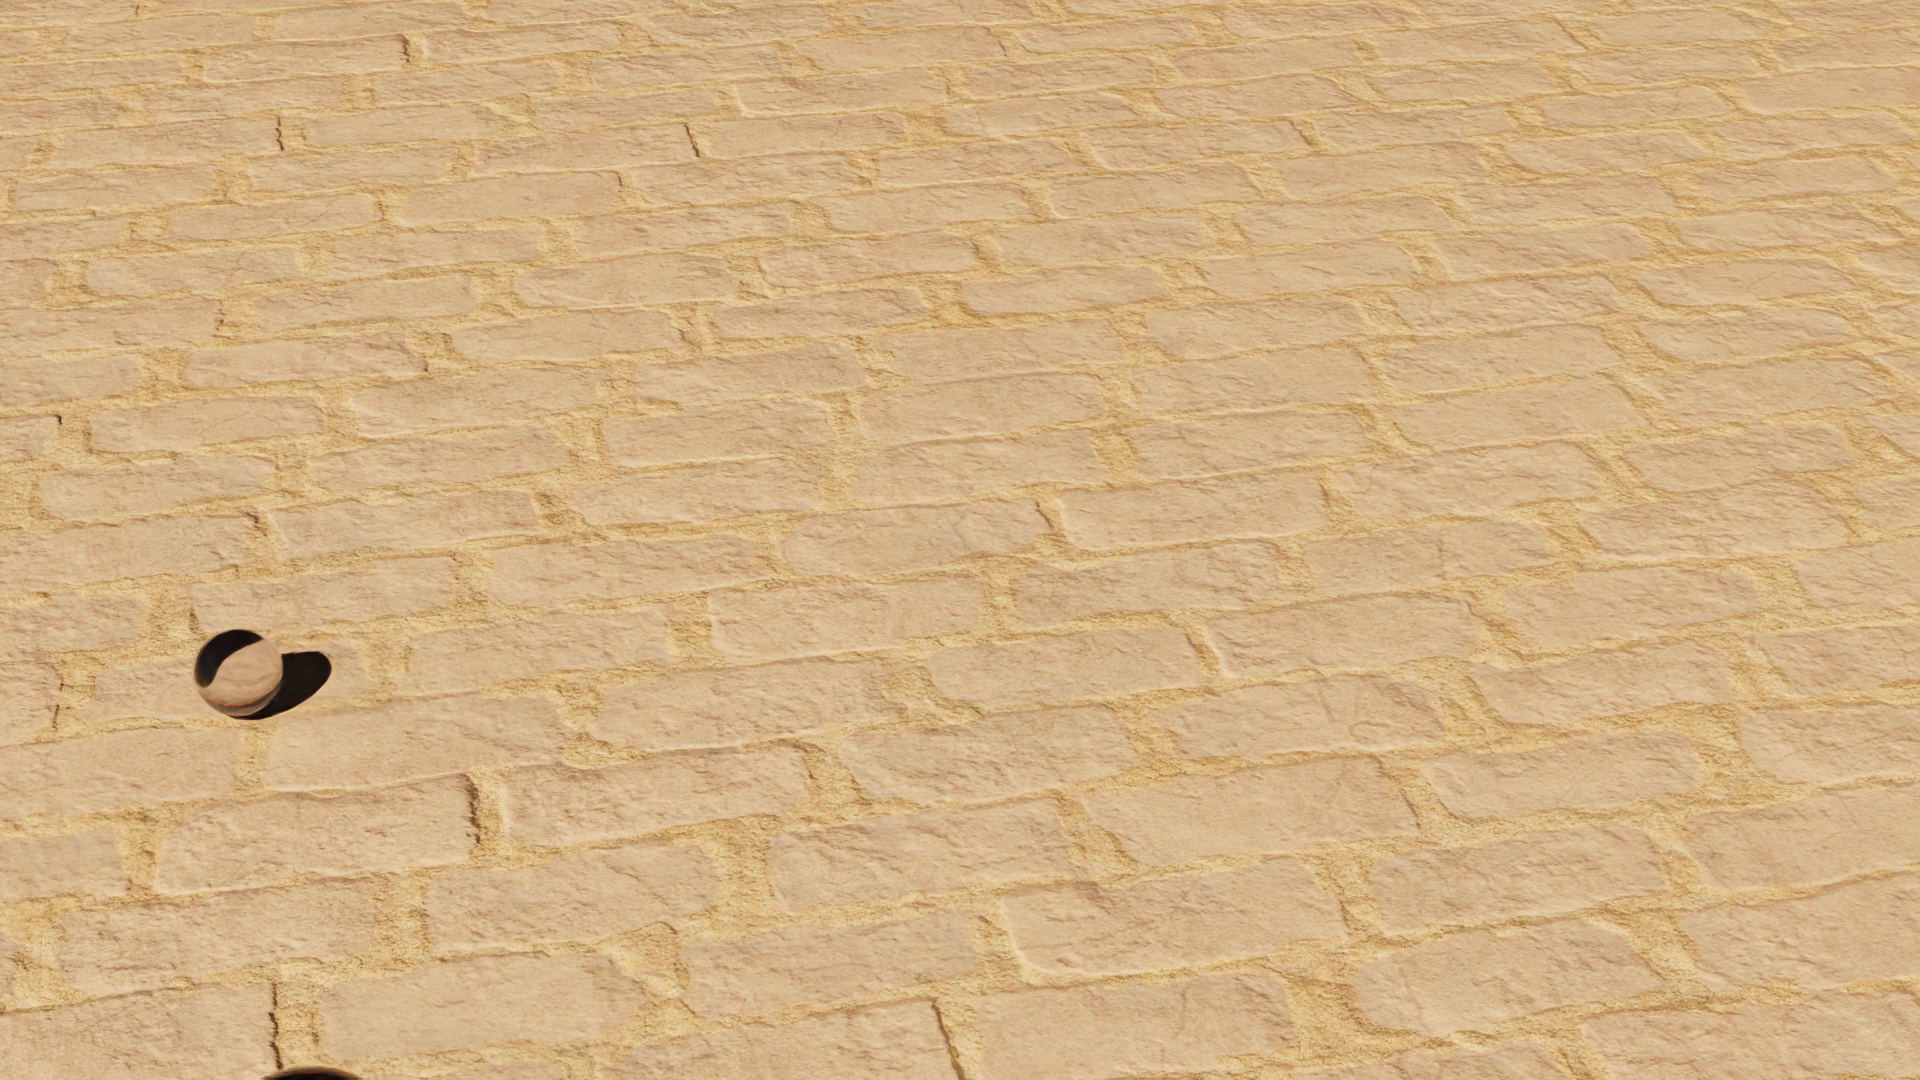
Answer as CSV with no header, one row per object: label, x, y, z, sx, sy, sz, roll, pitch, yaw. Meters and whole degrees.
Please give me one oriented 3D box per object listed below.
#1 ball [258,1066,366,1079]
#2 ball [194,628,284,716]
ball,-0.262,0.256,1.185,0.087,0.087,0.087,0,32,0
ball,-0.374,0.069,1.525,0.046,0.046,0.046,0,32,0
